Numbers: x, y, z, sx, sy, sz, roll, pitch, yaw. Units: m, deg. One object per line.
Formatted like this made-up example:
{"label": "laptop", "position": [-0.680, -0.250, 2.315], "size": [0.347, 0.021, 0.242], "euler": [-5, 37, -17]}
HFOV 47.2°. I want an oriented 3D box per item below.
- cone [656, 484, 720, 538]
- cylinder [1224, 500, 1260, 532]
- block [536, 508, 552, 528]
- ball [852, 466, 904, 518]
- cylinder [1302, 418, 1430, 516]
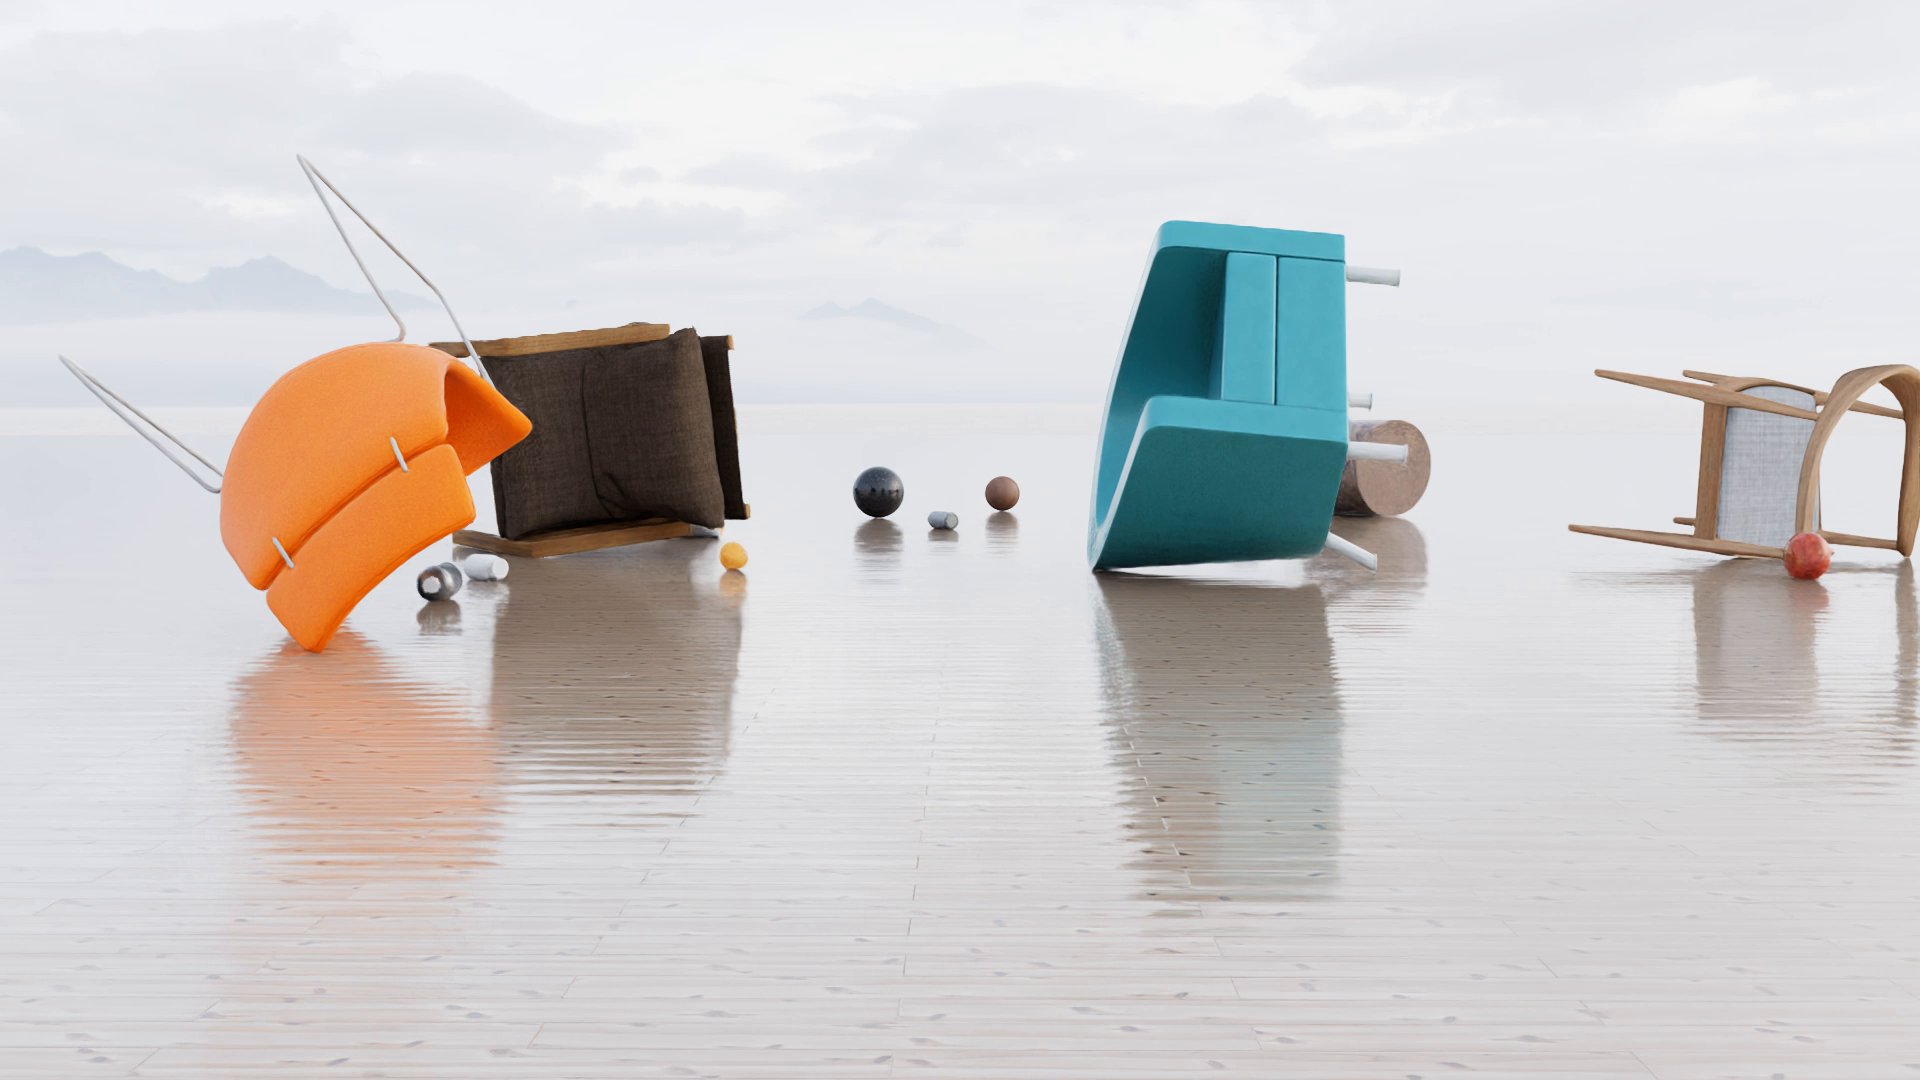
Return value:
{"label": "cone", "position": [-0.775, -0.048, 6.651], "size": [0.175, 0.170, 0.249], "euler": [38, 8, 35]}
{"label": "cylinder", "position": [0.898, -0.078, 6.999], "size": [0.069, 0.102, 0.093], "euler": [34, -8, -19]}
{"label": "block", "position": [-1.342, -0.070, 7.099], "size": [0.045, 0.064, 0.029], "euler": [-2, 5, -32]}
{"label": "ball", "position": [-0.284, -0.168, 7.660], "size": [0.182, 0.182, 0.182], "euler": [0, 4, 0]}
{"label": "cylinder", "position": [1.449, -0.260, 7.854], "size": [0.358, 0.338, 0.290], "euler": [-33, 20, -26]}
